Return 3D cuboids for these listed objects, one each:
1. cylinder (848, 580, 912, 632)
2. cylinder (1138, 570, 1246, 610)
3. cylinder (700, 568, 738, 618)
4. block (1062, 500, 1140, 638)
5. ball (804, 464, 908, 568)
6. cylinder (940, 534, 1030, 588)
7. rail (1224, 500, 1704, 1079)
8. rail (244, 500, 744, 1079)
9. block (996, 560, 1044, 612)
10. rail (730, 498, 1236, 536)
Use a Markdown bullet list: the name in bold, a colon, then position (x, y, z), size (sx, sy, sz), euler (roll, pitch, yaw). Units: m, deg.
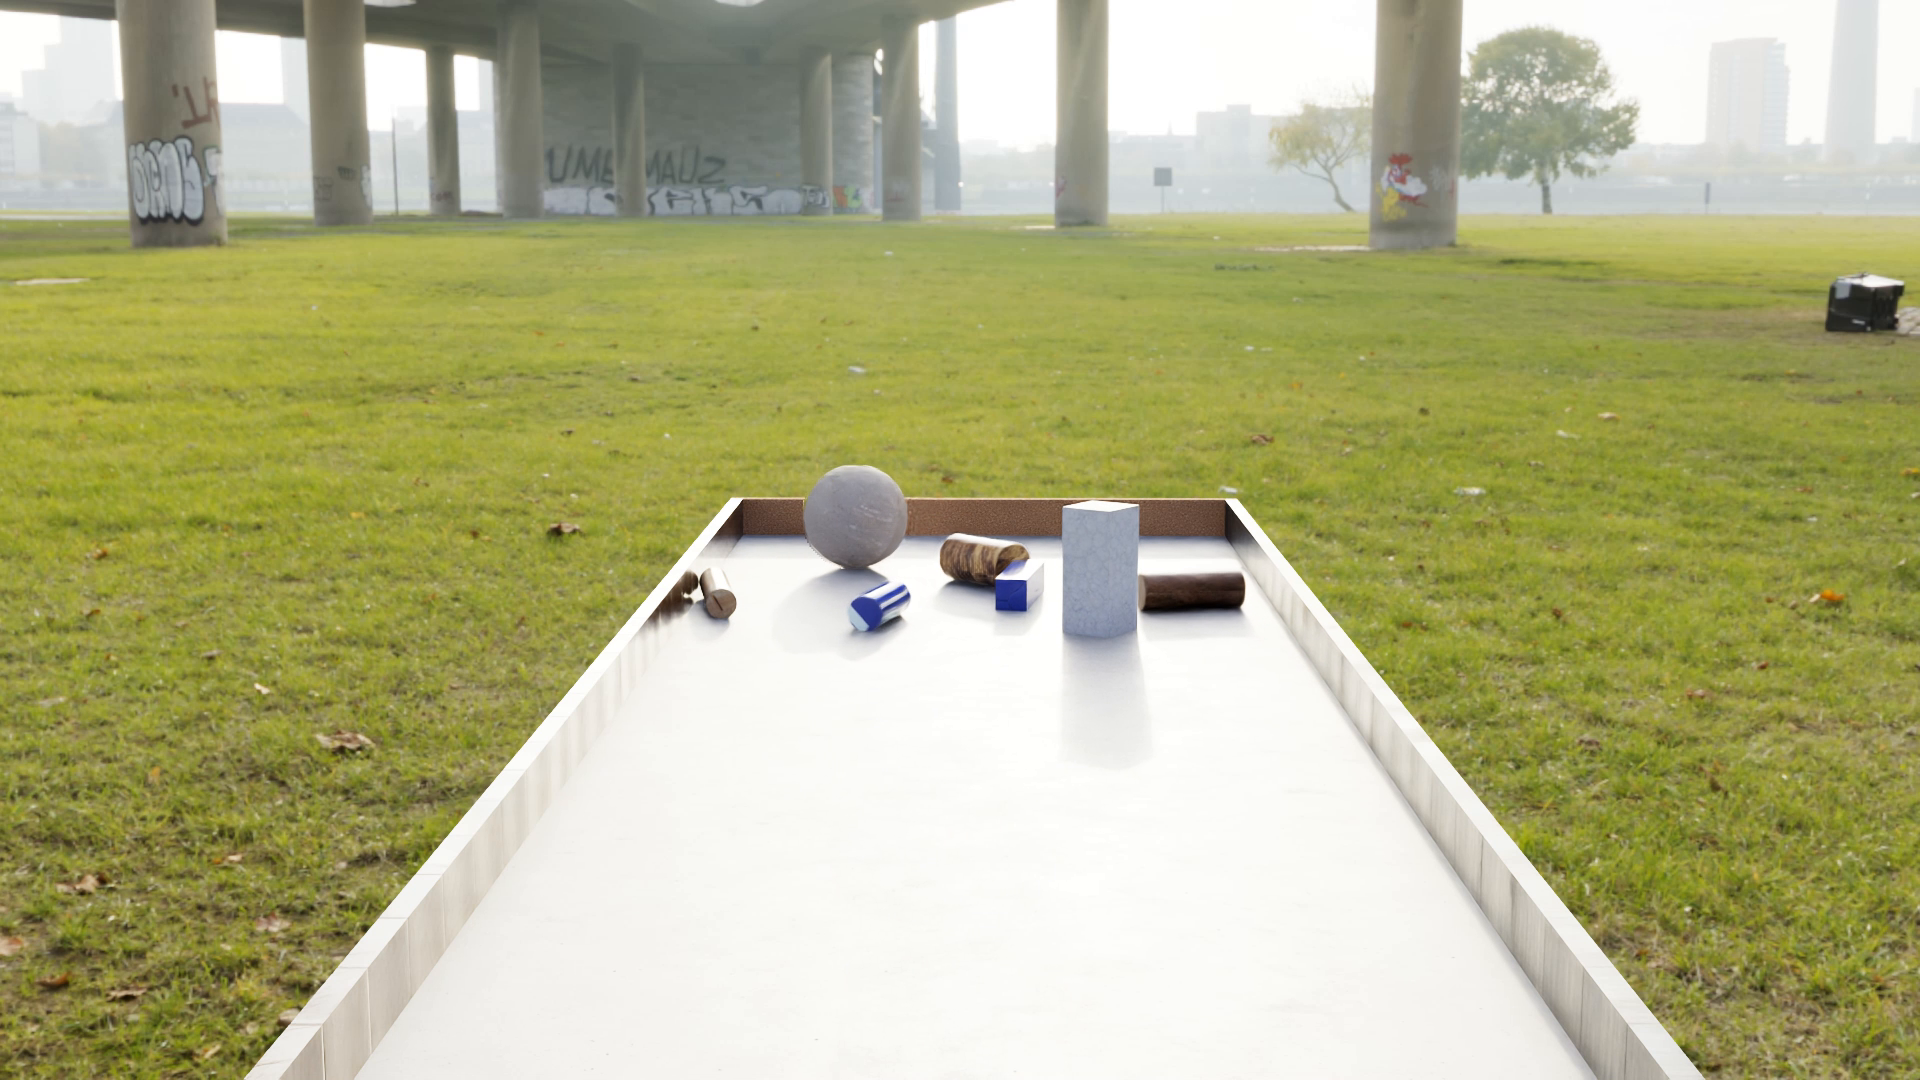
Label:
- **cylinder**: position (-0.264, 0.217, 7.271), size (0.116, 0.116, 0.308), euler (3, 9, 16)
- **cylinder**: position (0.788, 0.171, 7.522), size (0.357, 0.128, 0.128), euler (-2, 9, -12)
- **cylinder**: position (-0.832, 0.180, 7.549), size (0.102, 0.102, 0.430), euler (-2, 9, -10)
- **block**: position (0.454, 0.092, 7.120), size (0.179, 0.409, 0.179), euler (6, 11, 35)
- **ball**: position (-0.393, -0.090, 8.316), size (0.394, 0.394, 0.394), euler (0, 9, 0)
- **cylinder**: position (0.088, 0.079, 7.981), size (0.167, 0.167, 0.311), euler (-8, 12, -41)
- **rail**: position (1.046, 0.843, 3.208), size (0.050, 0.150, 12.000), euler (0, 9, 1)
- **rail**: position (-1.004, 0.839, 3.234), size (0.050, 0.150, 12.000), euler (0, 9, 1)
- **block**: position (0.211, 0.157, 7.670), size (0.109, 0.109, 0.386), euler (2, 9, 11)
- **rail**: position (0.099, -0.098, 9.147), size (2.100, 0.150, 0.050), euler (0, 9, 1)
